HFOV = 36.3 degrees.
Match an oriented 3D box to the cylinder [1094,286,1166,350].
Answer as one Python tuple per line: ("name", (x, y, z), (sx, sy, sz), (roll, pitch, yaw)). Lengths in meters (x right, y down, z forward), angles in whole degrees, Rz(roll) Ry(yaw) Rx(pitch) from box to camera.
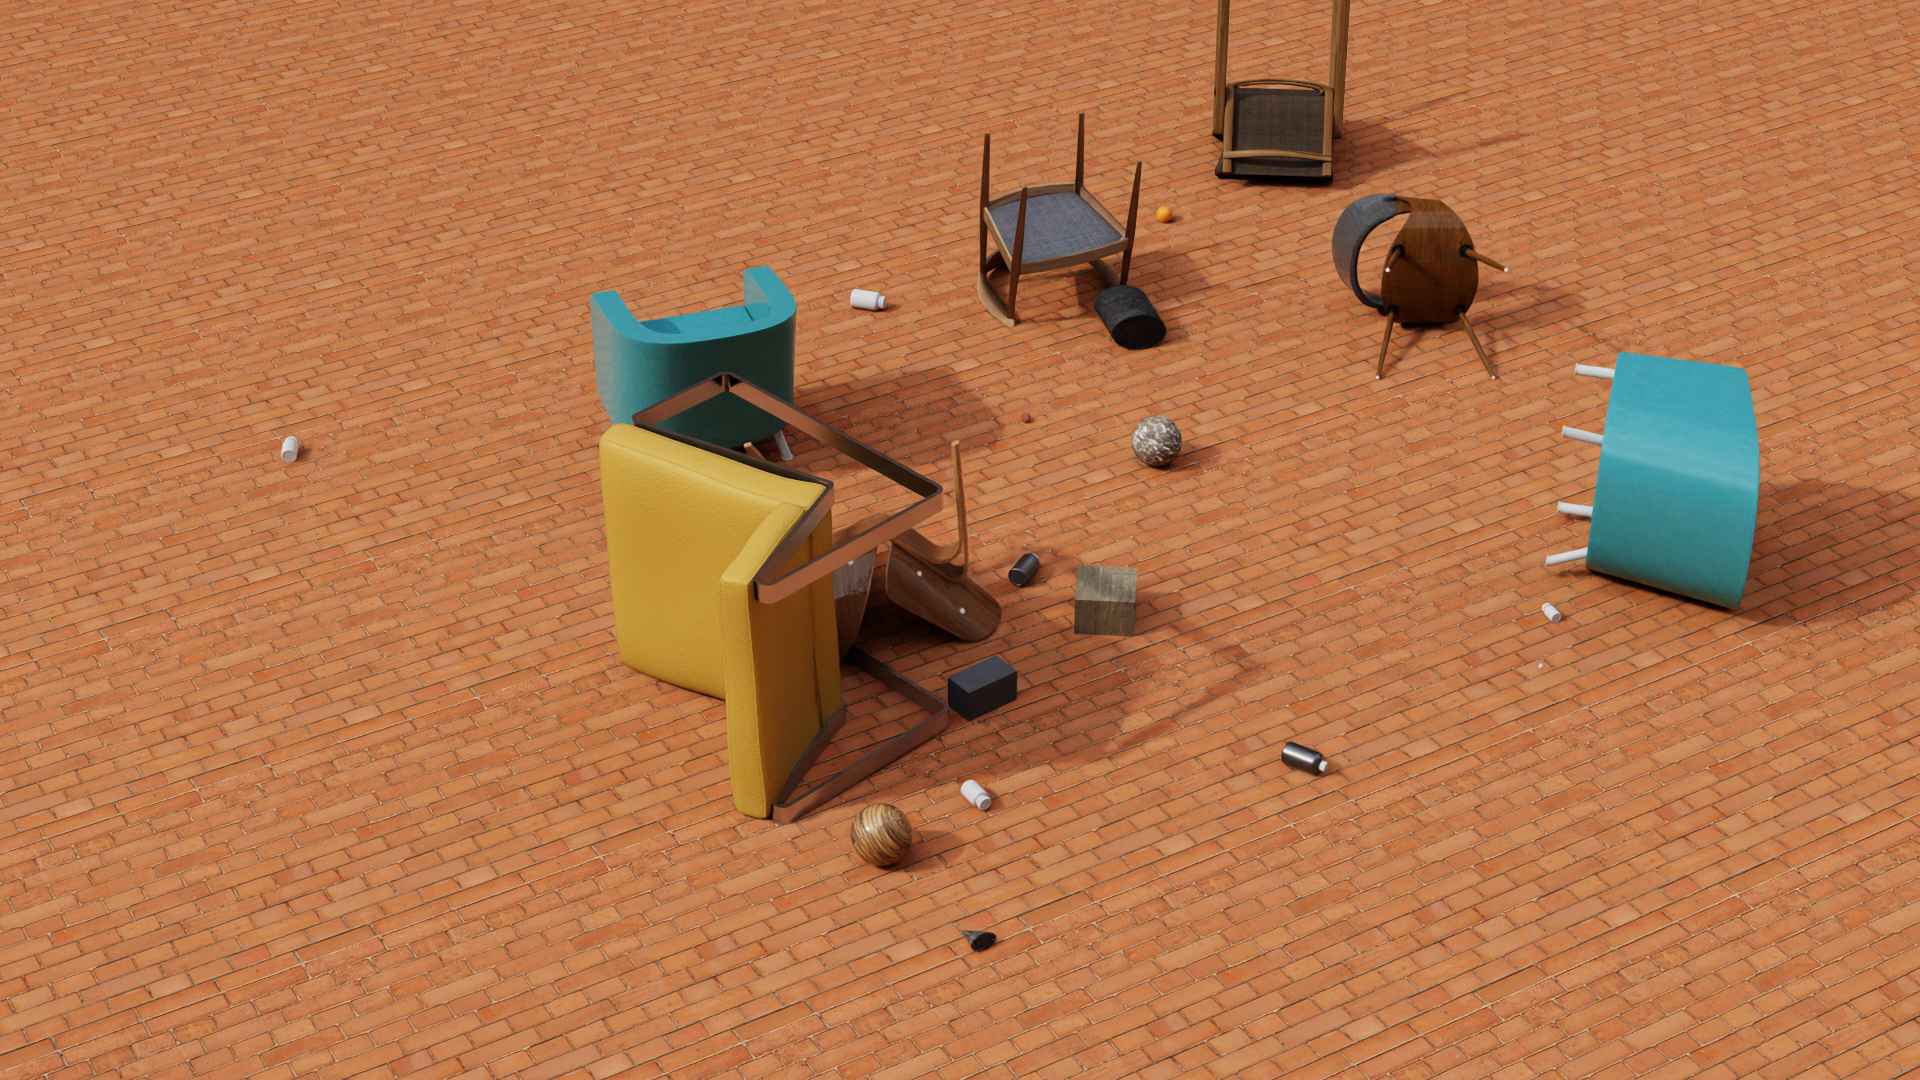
("cylinder", (0.707, -0.927, 12.203), (0.235, 0.161, 0.265), (0, 32, -16))

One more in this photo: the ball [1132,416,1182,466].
("ball", (0.761, -0.383, 11.347), (0.196, 0.196, 0.196), (0, 33, 0))

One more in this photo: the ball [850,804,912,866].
("ball", (-0.251, 0.938, 9.339), (0.199, 0.199, 0.199), (0, 33, 0))

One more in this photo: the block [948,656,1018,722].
("block", (0.077, 0.509, 10.062), (0.211, 0.121, 0.118), (-23, 40, -31))

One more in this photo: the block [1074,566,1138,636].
("block", (0.521, 0.217, 10.480), (0.213, 0.148, 0.219), (3, 33, 4))

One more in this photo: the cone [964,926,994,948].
("cone", (0.040, 1.224, 9.062), (0.094, 0.057, 0.114), (-37, 18, -33))

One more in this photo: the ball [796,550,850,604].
("ball", (-0.493, 0.131, 10.570), (0.192, 0.192, 0.192), (0, 33, 0))
